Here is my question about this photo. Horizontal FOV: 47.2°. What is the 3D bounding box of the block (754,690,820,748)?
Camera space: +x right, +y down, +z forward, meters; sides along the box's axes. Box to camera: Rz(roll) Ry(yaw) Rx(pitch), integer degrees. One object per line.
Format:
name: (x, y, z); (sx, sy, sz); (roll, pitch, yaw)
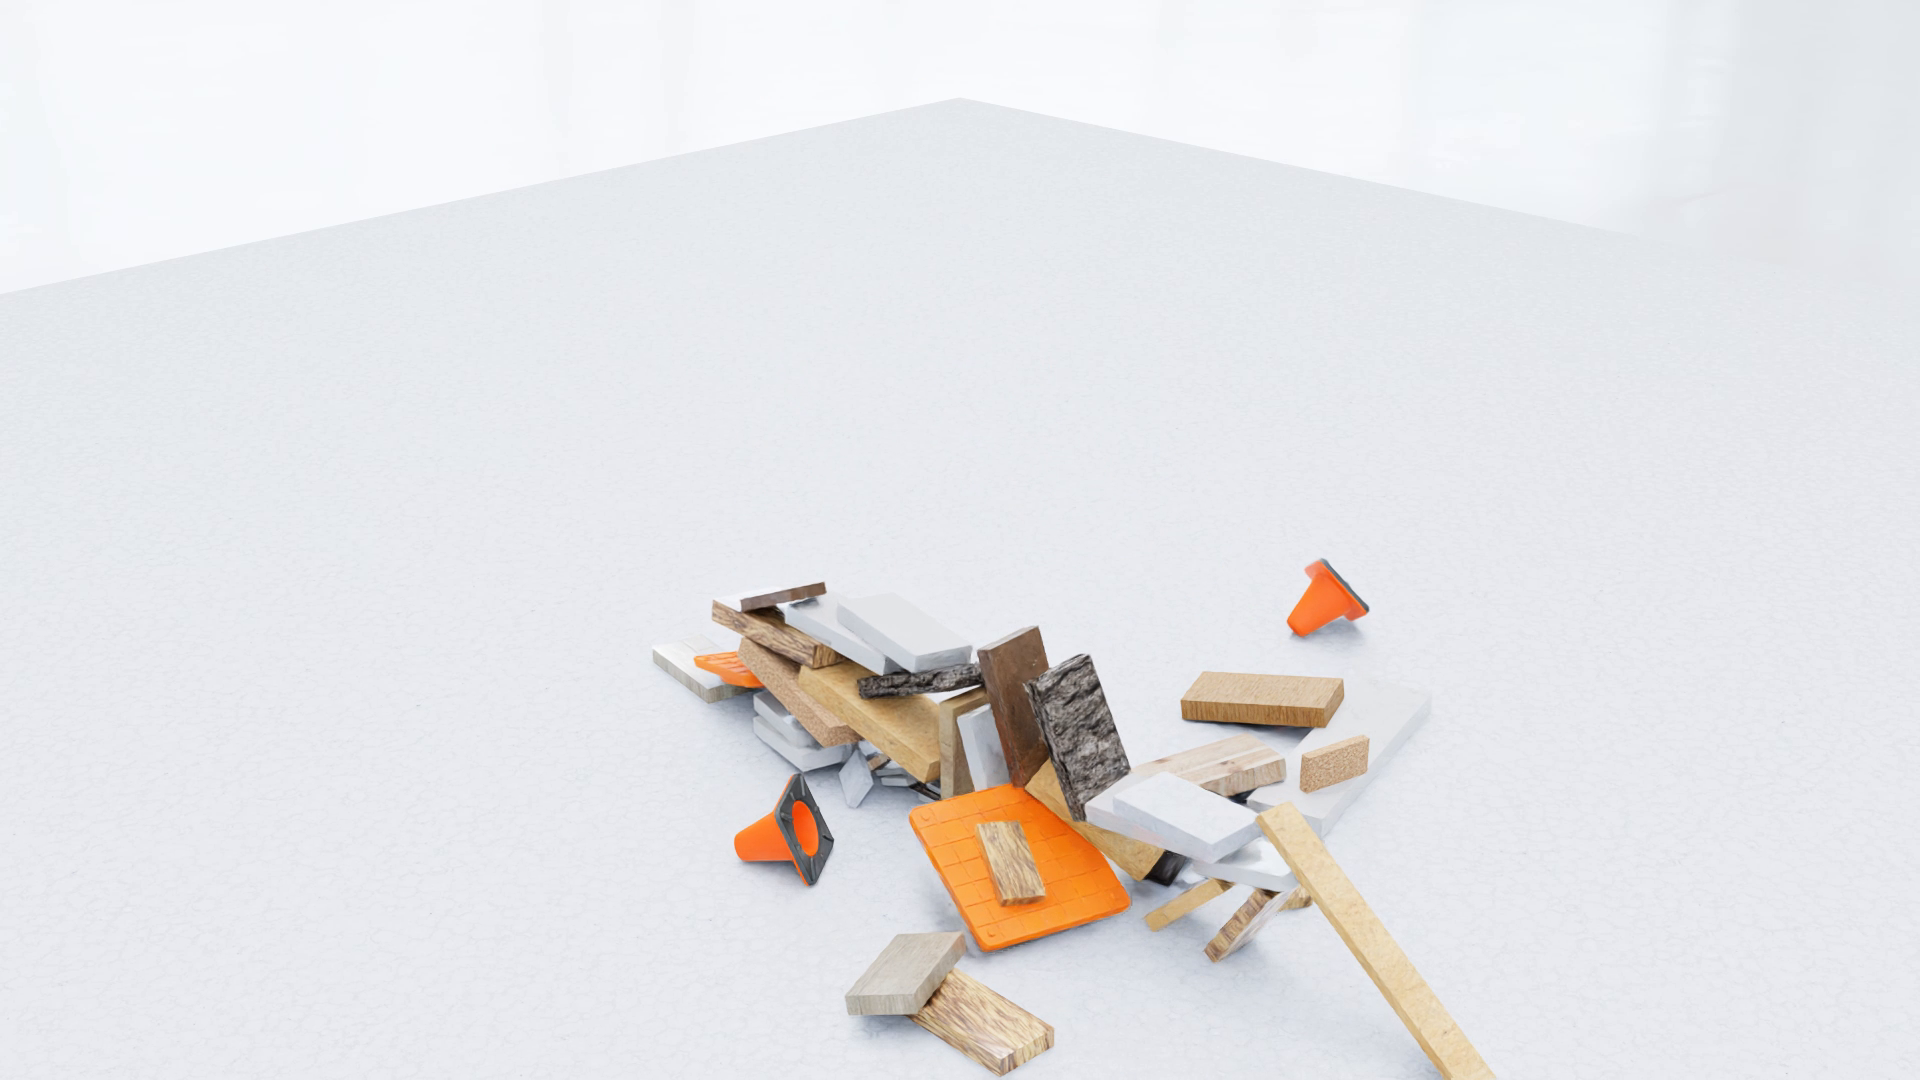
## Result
block: (-0.336, 0.373, 4.705); (0.130, 0.037, 0.260); (-11, 18, -23)

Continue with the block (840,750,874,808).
block: (-0.214, 0.491, 4.522); (0.019, 0.066, 0.132); (31, 13, -22)

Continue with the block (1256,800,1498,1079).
block: (0.701, 0.690, 3.721); (0.076, 0.021, 0.588); (-17, 59, -35)

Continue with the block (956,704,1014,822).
block: (0.090, 0.459, 4.329); (0.139, 0.277, 0.039); (-20, 10, -39)

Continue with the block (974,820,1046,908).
block: (0.092, 0.597, 4.065); (0.086, 0.024, 0.172); (-2, 46, -21)

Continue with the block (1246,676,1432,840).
block: (0.810, 0.449, 4.643); (0.161, 0.046, 0.639); (13, 26, 28)

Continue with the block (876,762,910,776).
block: (-0.123, 0.473, 4.575); (0.052, 0.015, 0.104); (-22, 8, -42)

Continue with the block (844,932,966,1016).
block: (-0.093, 0.757, 3.851); (0.128, 0.036, 0.257); (-6, 12, 21)

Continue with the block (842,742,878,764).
block: (-0.237, 0.447, 4.662); (0.066, 0.019, 0.132); (-16, 21, -33)

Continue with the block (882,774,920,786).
block: (-0.114, 0.490, 4.531); (0.052, 0.015, 0.103); (-18, 5, -31)

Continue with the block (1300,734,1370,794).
block: (0.761, 0.455, 4.469); (0.161, 0.081, 0.023); (-14, 27, -29)

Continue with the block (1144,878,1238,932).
block: (0.441, 0.646, 4.018); (0.108, 0.031, 0.217); (-22, -12, -42)

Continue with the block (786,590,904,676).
block: (-0.212, 0.192, 4.569); (0.283, 0.040, 0.142); (26, 28, 34)

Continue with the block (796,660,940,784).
block: (-0.140, 0.357, 4.523); (0.385, 0.050, 0.176); (34, 32, 33)

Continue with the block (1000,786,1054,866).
block: (0.148, 0.547, 4.298); (0.079, 0.158, 0.022); (-21, -10, -39)

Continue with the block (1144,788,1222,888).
block: (0.417, 0.567, 4.246); (0.086, 0.024, 0.220); (16, 52, 32)

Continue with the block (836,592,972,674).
block: (-0.116, 0.188, 4.494); (0.142, 0.040, 0.283); (-9, 26, -36)

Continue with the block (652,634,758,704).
block: (-0.582, 0.293, 5.024); (0.130, 0.037, 0.260); (-15, 27, -32)

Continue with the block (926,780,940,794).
block: (-0.017, 0.507, 4.478); (0.096, 0.014, 0.048); (21, 31, 40)

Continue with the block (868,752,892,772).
block: (-0.162, 0.456, 4.557); (0.066, 0.019, 0.132); (-22, -10, -42)

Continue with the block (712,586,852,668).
block: (-0.356, 0.183, 4.711); (0.176, 0.050, 0.352); (-11, 23, -41)

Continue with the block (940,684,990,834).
block: (0.026, 0.434, 4.383); (0.139, 0.277, 0.039); (-19, 28, -37)

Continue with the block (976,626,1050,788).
block: (0.126, 0.319, 4.222); (0.039, 0.277, 0.139); (-5, 13, 46)

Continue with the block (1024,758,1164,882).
block: (0.275, 0.508, 4.188); (0.280, 0.040, 0.140); (39, 54, 6)

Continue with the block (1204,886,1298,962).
block: (0.527, 0.668, 3.930); (0.108, 0.217, 0.031); (-21, 63, -41)

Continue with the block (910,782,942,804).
block: (-0.053, 0.510, 4.507); (0.096, 0.014, 0.048); (20, 30, 40)

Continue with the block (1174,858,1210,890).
block: (0.476, 0.634, 4.239); (0.151, 0.021, 0.076); (-15, 27, -32)

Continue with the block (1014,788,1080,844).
block: (0.184, 0.510, 4.280); (0.158, 0.022, 0.079); (45, 46, 17)

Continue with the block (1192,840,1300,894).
block: (0.526, 0.572, 3.887); (0.108, 0.031, 0.217); (-21, 15, -37)

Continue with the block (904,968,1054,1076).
block: (0.026, 0.823, 3.774); (0.128, 0.036, 0.256); (-20, 30, -39)

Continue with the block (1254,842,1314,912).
block: (0.598, 0.639, 4.190); (0.086, 0.024, 0.172); (-6, 31, -17)

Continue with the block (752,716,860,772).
block: (-0.329, 0.419, 4.681); (0.130, 0.037, 0.260); (-13, 19, -25)

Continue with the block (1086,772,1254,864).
block: (0.383, 0.506, 4.014); (0.280, 0.040, 0.140); (14, 29, 40)

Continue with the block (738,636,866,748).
block: (-0.303, 0.307, 4.643); (0.176, 0.050, 0.352); (-7, 34, -38)

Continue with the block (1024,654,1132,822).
block: (0.228, 0.369, 4.120); (0.140, 0.280, 0.040); (-26, 12, -34)

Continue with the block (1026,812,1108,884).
block: (0.206, 0.585, 4.255); (0.079, 0.022, 0.158); (-20, 61, -39)

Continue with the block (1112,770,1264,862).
block: (0.408, 0.493, 3.938); (0.128, 0.036, 0.257); (-21, 26, -33)

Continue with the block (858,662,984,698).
block: (-0.063, 0.282, 4.431); (0.142, 0.040, 0.283); (-9, 0, -40)

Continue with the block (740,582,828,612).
block: (-0.375, 0.120, 4.660); (0.093, 0.026, 0.186); (-11, -1, -40)

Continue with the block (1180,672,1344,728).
block: (0.664, 0.348, 4.821); (0.322, 0.046, 0.161); (2, 21, 25)

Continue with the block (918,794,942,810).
block: (-0.033, 0.532, 4.490); (0.096, 0.014, 0.048); (20, 30, 39)

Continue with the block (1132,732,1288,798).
block: (0.486, 0.483, 4.498); (0.322, 0.046, 0.161); (-15, 19, -18)

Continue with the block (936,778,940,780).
block: (-0.033, 0.475, 4.517); (0.104, 0.015, 0.052); (19, 25, 38)
